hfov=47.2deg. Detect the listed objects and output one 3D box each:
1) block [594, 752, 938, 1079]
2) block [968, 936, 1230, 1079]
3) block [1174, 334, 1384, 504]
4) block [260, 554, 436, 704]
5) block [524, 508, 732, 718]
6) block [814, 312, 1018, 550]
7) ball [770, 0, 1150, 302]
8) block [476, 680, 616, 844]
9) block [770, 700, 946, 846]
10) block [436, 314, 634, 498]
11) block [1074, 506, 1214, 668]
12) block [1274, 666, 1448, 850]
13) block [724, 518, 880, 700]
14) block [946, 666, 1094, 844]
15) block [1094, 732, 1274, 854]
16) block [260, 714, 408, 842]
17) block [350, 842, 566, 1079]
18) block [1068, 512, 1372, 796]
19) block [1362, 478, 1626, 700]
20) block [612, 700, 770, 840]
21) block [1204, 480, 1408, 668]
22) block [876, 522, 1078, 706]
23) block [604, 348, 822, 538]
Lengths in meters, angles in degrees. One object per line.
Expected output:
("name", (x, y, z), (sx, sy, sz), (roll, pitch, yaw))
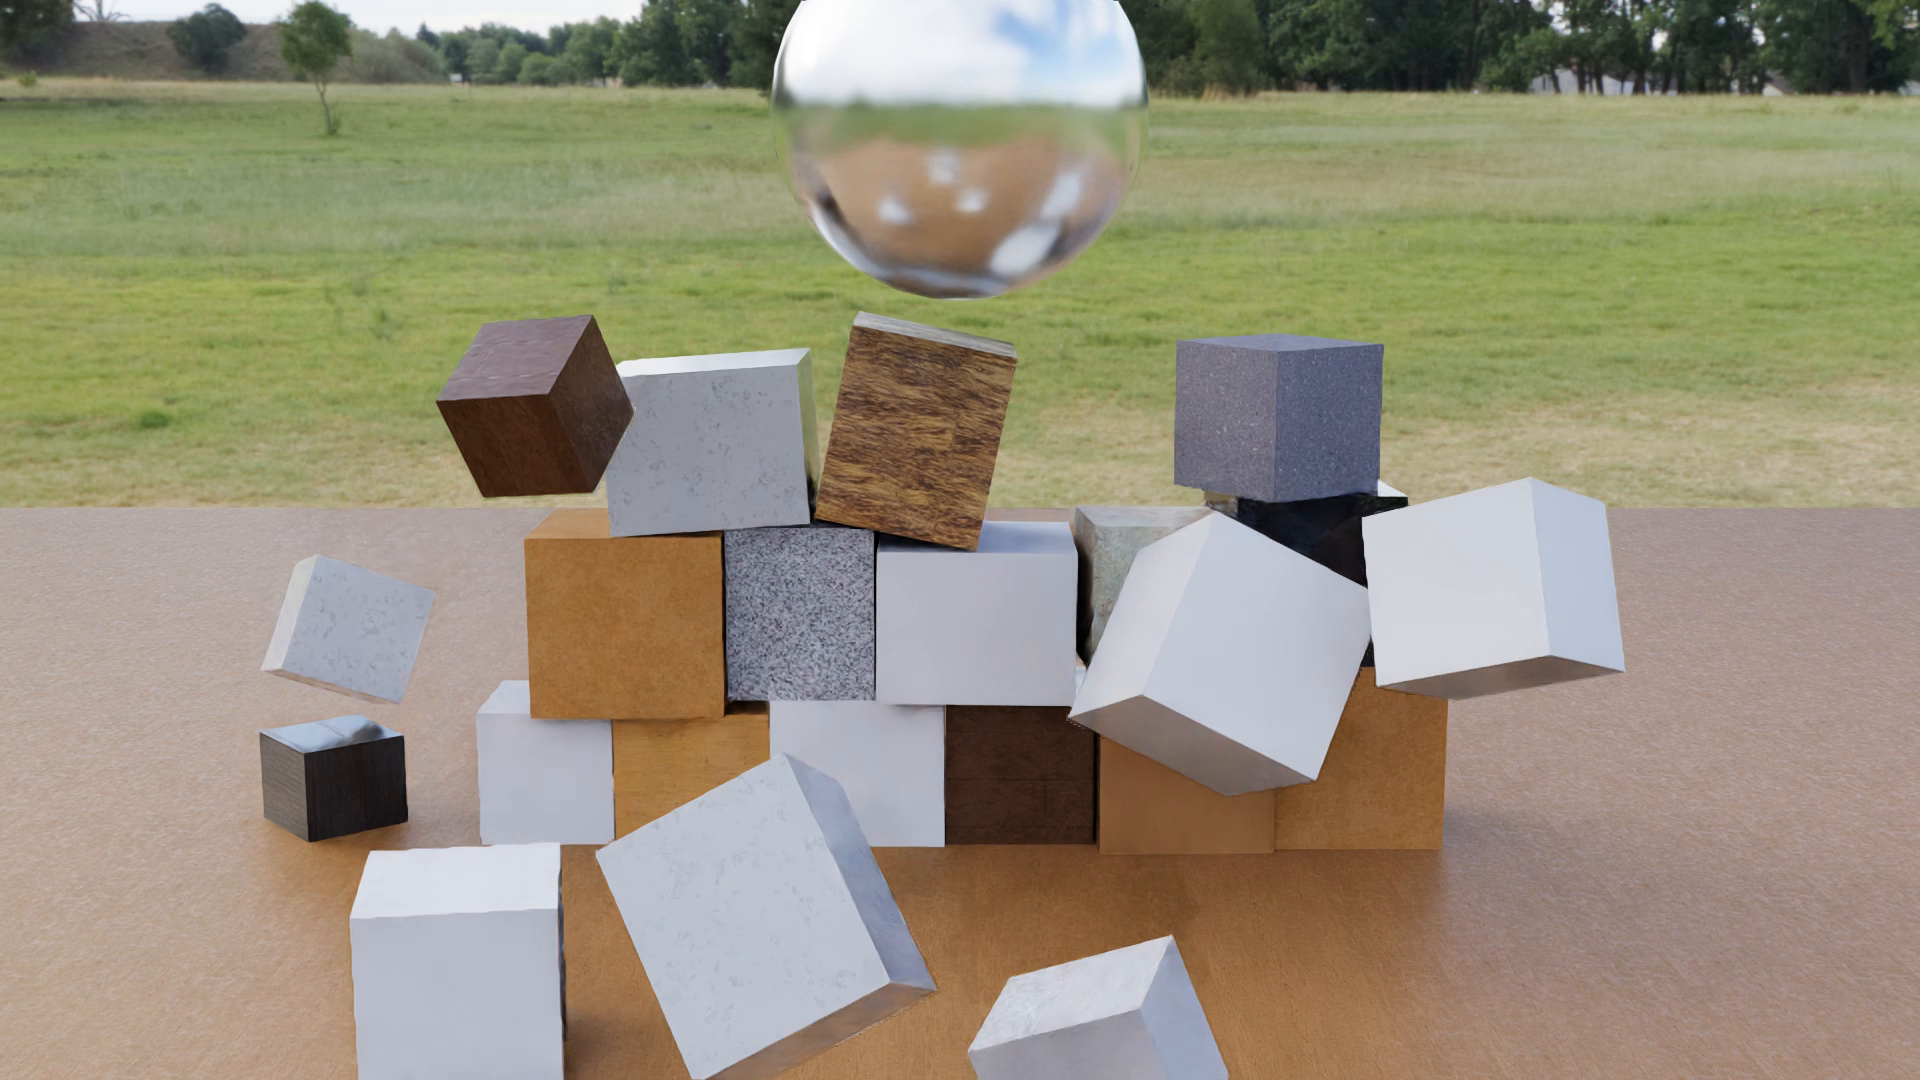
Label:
("block", (-0.560, 1.135, 6.511), (0.622, 0.723, 0.644), (-28, -17, 3))
("block", (0.480, 1.780, 7.473), (0.627, 0.550, 0.551), (-19, 9, 21))
("block", (1.583, -0.623, 10.973), (0.702, 0.729, 0.739), (-7, 12, -34))
("block", (-3.196, 0.479, 11.479), (0.623, 0.601, 0.677), (20, -12, -23))
("block", (-1.645, 0.358, 11.232), (0.958, 0.906, 0.892), (0, 10, 0))
("block", (-0.219, -0.564, 11.045), (0.810, 0.963, 0.817), (12, 10, -2))
("ball", (0.000, -1.814, 9.288), (1.600, 1.600, 1.600), (0, 10, 0))
("block", (-2.081, 1.141, 11.378), (0.675, 0.684, 0.670), (0, 10, 0))
("block", (-0.512, 1.099, 11.394), (0.867, 0.760, 0.802), (0, 10, 0))
("block", (-1.884, -0.594, 9.819), (0.551, 0.558, 0.568), (-2, 41, 19))
("block", (0.963, 0.240, 11.098), (0.693, 0.736, 0.658), (0, 9, -6))
("block", (1.991, 1.016, 11.366), (0.857, 0.934, 0.844), (0, 10, 0))
("block", (-0.789, 0.297, 11.250), (0.733, 0.870, 0.789), (0, 10, 0))
("block", (0.302, 1.105, 11.386), (0.741, 0.753, 0.701), (0, 10, 0))
("block", (1.118, 1.036, 11.323), (0.869, 0.910, 0.893), (0, 10, -1))
("block", (-3.268, 1.234, 11.471), (0.545, 0.468, 0.554), (-9, 13, -39))
("block", (-1.924, 1.643, 8.529), (0.748, 0.695, 0.720), (-2, 12, -9))
("block", (1.165, 0.532, 9.779), (0.844, 0.867, 0.999), (27, -16, -9))
("block", (2.170, 0.219, 8.979), (0.774, 0.706, 0.624), (-15, -18, 41))
("block", (-1.344, 1.138, 11.391), (0.779, 0.686, 0.750), (0, 10, 0))
("block", (1.736, 0.142, 11.185), (0.846, 0.851, 0.809), (-1, 10, -5))
("block", (0.080, 0.357, 11.238), (0.980, 0.760, 0.926), (1, 10, 0))
("block", (-1.241, -0.508, 11.094), (0.977, 0.780, 0.878), (-4, 10, 1))
